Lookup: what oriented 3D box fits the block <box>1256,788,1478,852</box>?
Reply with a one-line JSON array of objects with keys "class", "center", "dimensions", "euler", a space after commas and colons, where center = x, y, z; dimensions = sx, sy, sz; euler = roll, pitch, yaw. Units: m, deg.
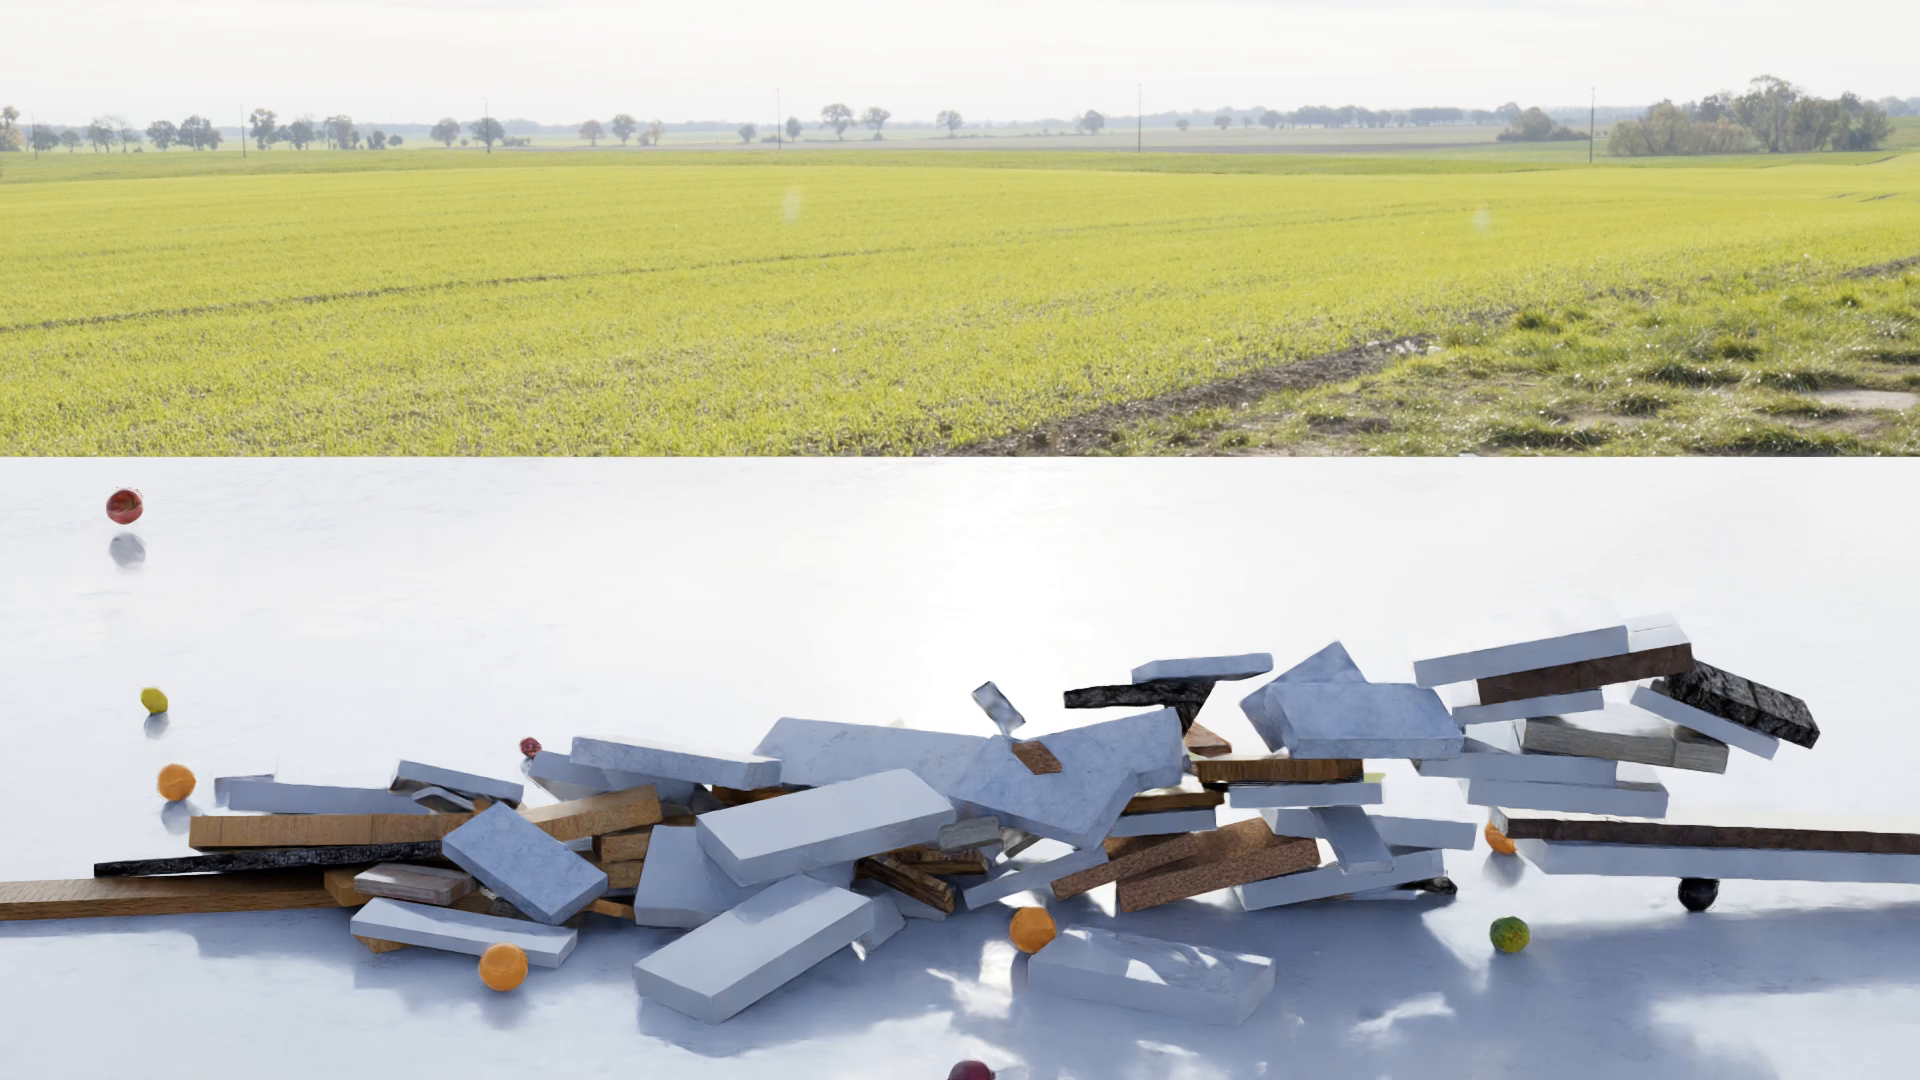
[{"class": "block", "center": [0.666, 0.452, 3.634], "dimensions": [0.331, 0.047, 0.166], "euler": [5, 10, -6]}]

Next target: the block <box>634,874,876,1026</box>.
[{"class": "block", "center": [-0.304, 0.606, 3.286], "dimensions": [0.167, 0.047, 0.335], "euler": [11, 25, 40]}]

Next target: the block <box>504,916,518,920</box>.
[{"class": "block", "center": [-0.704, 0.608, 3.531], "dimensions": [0.049, 0.014, 0.098], "euler": [-8, 14, -38]}]

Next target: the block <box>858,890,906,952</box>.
[{"class": "block", "center": [-0.130, 0.597, 3.449], "dimensions": [0.018, 0.063, 0.125], "euler": [-33, -4, 23]}]

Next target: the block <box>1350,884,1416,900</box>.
[{"class": "block", "center": [0.701, 0.582, 3.668], "dimensions": [0.109, 0.015, 0.054], "euler": [0, 11, -1]}]

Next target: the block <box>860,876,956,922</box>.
[{"class": "block", "center": [-0.087, 0.582, 3.583], "dimensions": [0.145, 0.021, 0.072], "euler": [6, 26, 13]}]

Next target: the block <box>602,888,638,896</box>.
[{"class": "block", "center": [-0.596, 0.576, 3.660], "dimensions": [0.141, 0.020, 0.071], "euler": [-2, 2, -8]}]

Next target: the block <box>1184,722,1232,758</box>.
[{"class": "block", "center": [0.464, 0.412, 4.544], "dimensions": [0.109, 0.031, 0.219], "euler": [-3, 11, -18]}]

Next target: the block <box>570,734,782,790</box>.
[{"class": "block", "center": [-0.493, 0.385, 3.823], "dimensions": [0.327, 0.046, 0.163], "euler": [7, -2, 16]}]

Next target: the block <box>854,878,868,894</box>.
[{"class": "block", "center": [-0.163, 0.583, 3.651], "dimensions": [0.145, 0.021, 0.072], "euler": [0, 11, 0]}]

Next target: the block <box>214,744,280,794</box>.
[{"class": "block", "center": [-1.406, 0.449, 4.340], "dimensions": [0.111, 0.031, 0.222], "euler": [-3, 11, -14]}]

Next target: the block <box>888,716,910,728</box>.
[{"class": "block", "center": [-0.066, 0.439, 4.063], "dimensions": [0.044, 0.156, 0.311], "euler": [-36, 13, 0]}]

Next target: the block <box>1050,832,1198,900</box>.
[{"class": "block", "center": [0.264, 0.526, 3.653], "dimensions": [0.243, 0.034, 0.121], "euler": [-18, 10, -4]}]

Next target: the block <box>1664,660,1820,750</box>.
[{"class": "block", "center": [1.262, 0.258, 3.562], "dimensions": [0.239, 0.034, 0.119], "euler": [20, 23, -1]}]

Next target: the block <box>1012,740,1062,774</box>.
[{"class": "block", "center": [0.121, 0.343, 3.463], "dimensions": [0.046, 0.013, 0.093], "euler": [-8, -32, 26]}]

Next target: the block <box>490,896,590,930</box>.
[{"class": "block", "center": [-0.668, 0.592, 3.499], "dimensions": [0.141, 0.020, 0.071], "euler": [12, 3, 3]}]

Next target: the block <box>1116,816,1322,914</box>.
[{"class": "block", "center": [0.420, 0.529, 3.645], "dimensions": [0.331, 0.047, 0.166], "euler": [-15, 10, 2]}]

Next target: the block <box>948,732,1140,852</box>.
[{"class": "block", "center": [0.132, 0.398, 3.503], "dimensions": [0.283, 0.040, 0.142], "euler": [11, 51, 40]}]

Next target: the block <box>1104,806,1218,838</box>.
[{"class": "block", "center": [0.299, 0.458, 3.663], "dimensions": [0.243, 0.034, 0.121], "euler": [-4, 9, 0]}]

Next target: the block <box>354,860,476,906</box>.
[{"class": "block", "center": [-0.869, 0.547, 3.510], "dimensions": [0.170, 0.024, 0.085], "euler": [5, 12, 20]}]

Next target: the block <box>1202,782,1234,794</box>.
[{"class": "block", "center": [0.462, 0.397, 3.658], "dimensions": [0.114, 0.016, 0.057], "euler": [-11, 12, -41]}]

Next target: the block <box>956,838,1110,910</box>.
[{"class": "block", "center": [0.117, 0.539, 3.639], "dimensions": [0.243, 0.034, 0.122], "euler": [-19, 10, -3]}]

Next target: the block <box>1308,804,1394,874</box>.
[{"class": "block", "center": [0.619, 0.465, 3.487], "dimensions": [0.077, 0.022, 0.153], "euler": [-3, 37, -17]}]

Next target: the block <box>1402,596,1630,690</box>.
[{"class": "block", "center": [0.901, 0.165, 3.581], "dimensions": [0.337, 0.048, 0.168], "euler": [-11, 13, 8]}]

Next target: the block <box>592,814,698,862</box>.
[{"class": "block", "center": [-0.470, 0.497, 3.708], "dimensions": [0.286, 0.041, 0.143], "euler": [-3, 3, -16]}]

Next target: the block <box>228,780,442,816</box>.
[{"class": "block", "center": [-1.076, 0.466, 3.868], "dimensions": [0.356, 0.050, 0.178], "euler": [3, -11, 6]}]

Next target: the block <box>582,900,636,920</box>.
[{"class": "block", "center": [-0.590, 0.586, 3.534], "dimensions": [0.141, 0.020, 0.071], "euler": [8, -12, 20]}]

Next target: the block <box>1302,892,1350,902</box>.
[{"class": "block", "center": [0.589, 0.584, 3.658], "dimensions": [0.109, 0.015, 0.054], "euler": [0, 10, -2]}]

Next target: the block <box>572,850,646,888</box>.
[{"class": "block", "center": [-0.587, 0.546, 3.657], "dimensions": [0.286, 0.041, 0.143], "euler": [-2, 2, -10]}]

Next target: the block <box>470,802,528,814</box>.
[{"class": "block", "center": [-0.826, 0.514, 4.010], "dimensions": [0.090, 0.026, 0.181], "euler": [-5, 12, -26]}]

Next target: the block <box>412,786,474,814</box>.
[{"class": "block", "center": [-0.865, 0.439, 3.683], "dimensions": [0.049, 0.014, 0.098], "euler": [-20, -32, 25]}]

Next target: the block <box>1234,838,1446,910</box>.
[{"class": "block", "center": [0.620, 0.538, 3.654], "dimensions": [0.331, 0.047, 0.166], "euler": [-10, 10, 0]}]

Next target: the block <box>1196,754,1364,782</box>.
[{"class": "block", "center": [0.514, 0.365, 3.535], "dimensions": [0.238, 0.034, 0.119], "euler": [-5, -2, 30]}]

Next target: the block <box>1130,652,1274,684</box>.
[{"class": "block", "center": [0.380, 0.203, 3.447], "dimensions": [0.200, 0.028, 0.100], "euler": [-3, -11, -19]}]

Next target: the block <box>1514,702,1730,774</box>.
[{"class": "block", "center": [1.076, 0.313, 3.594], "dimensions": [0.319, 0.045, 0.159], "euler": [7, 16, 7]}]

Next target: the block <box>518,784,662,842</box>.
[{"class": "block", "center": [-0.648, 0.469, 3.694], "dimensions": [0.286, 0.041, 0.143], "euler": [-11, 5, -9]}]

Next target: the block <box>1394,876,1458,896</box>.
[{"class": "block", "center": [0.769, 0.569, 3.671], "dimensions": [0.109, 0.015, 0.054], "euler": [11, 10, -11]}]

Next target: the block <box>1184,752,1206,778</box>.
[{"class": "block", "center": [0.385, 0.383, 3.836], "dimensions": [0.174, 0.025, 0.087], "euler": [21, 5, -2]}]

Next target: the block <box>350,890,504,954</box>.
[{"class": "block", "center": [-0.848, 0.606, 3.501], "dimensions": [0.212, 0.030, 0.106], "euler": [-7, 13, -35]}]
